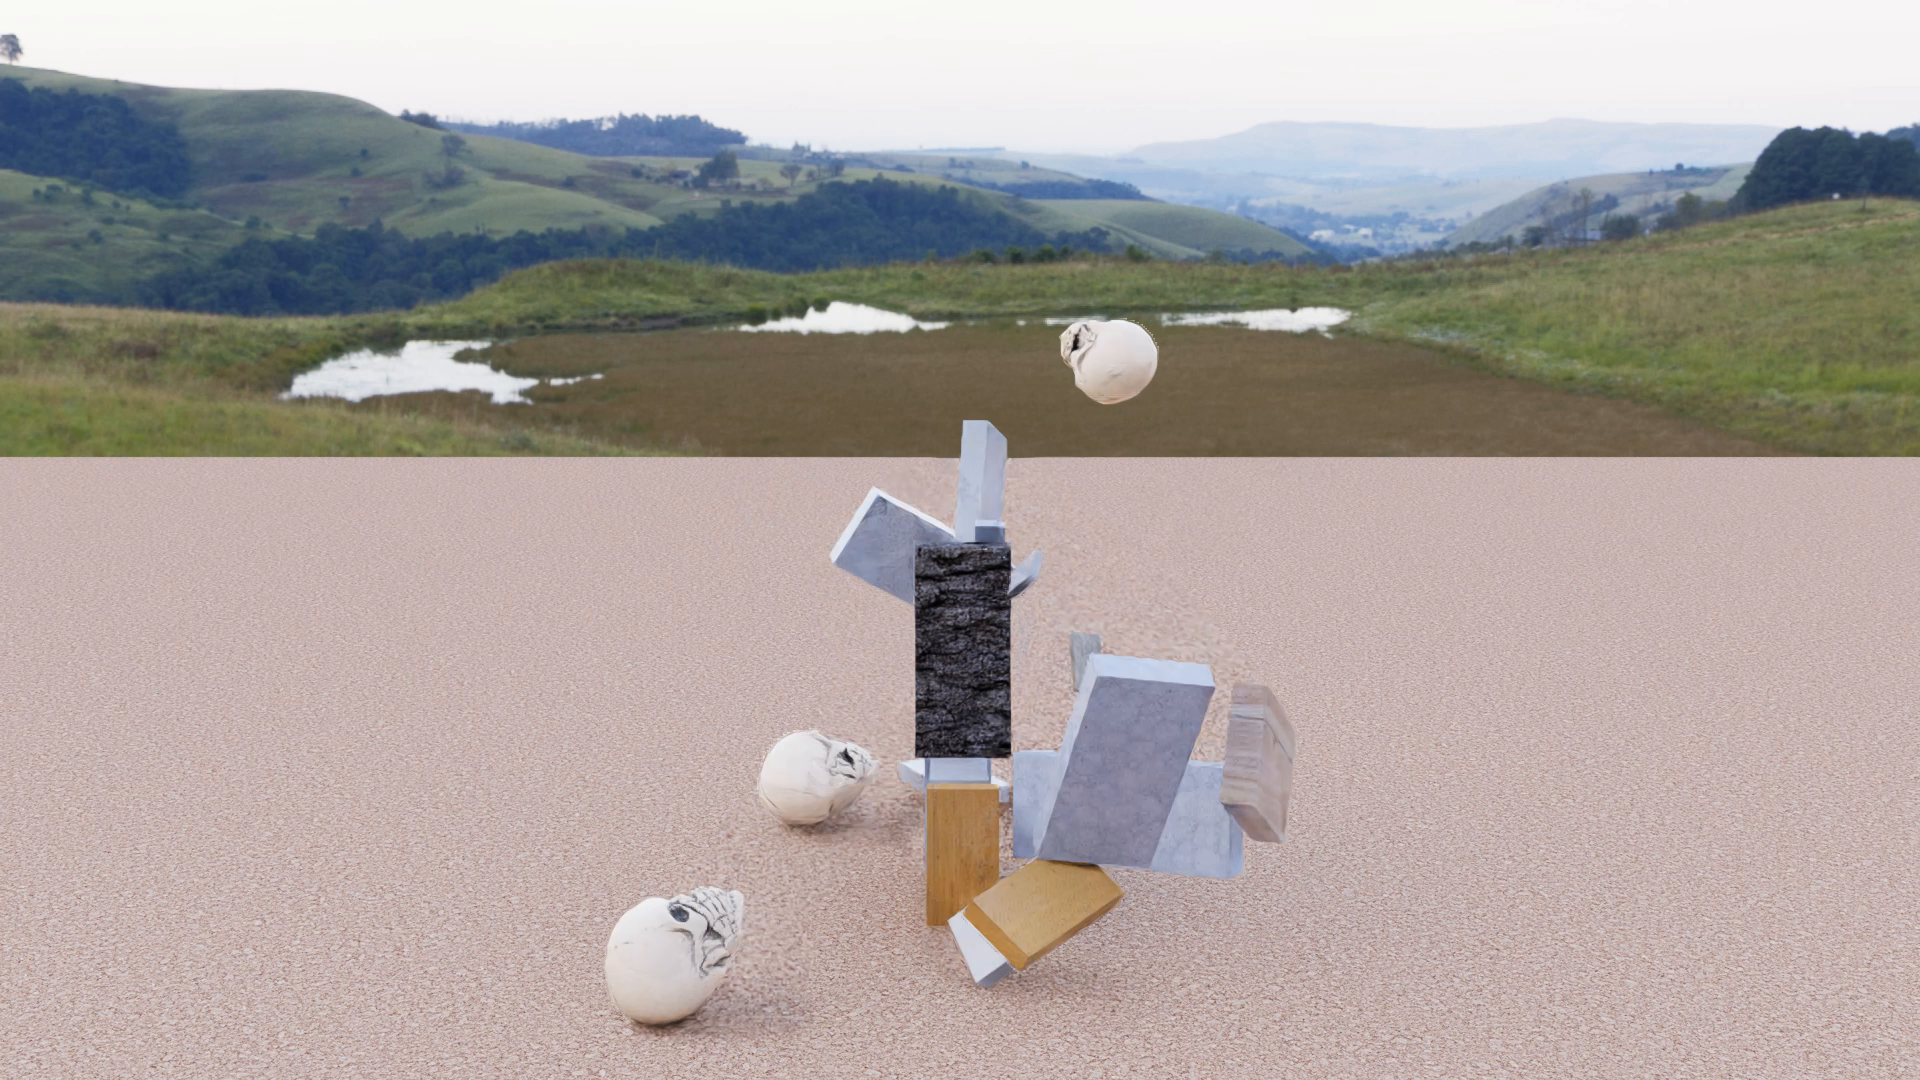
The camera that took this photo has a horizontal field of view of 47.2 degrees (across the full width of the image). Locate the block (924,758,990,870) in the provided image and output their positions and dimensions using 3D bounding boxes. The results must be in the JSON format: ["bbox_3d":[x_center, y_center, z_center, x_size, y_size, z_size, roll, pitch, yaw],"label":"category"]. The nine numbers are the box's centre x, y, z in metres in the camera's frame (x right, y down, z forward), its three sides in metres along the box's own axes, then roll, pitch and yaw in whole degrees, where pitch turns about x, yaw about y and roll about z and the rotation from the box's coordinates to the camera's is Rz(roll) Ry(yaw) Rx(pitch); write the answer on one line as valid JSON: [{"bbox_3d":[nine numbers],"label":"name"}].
[{"bbox_3d":[-0.004,0.454,3.786,0.113,0.225,0.032,0,11,0],"label":"block"}]

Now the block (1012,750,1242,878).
[{"bbox_3d":[0.262,0.431,3.489,0.383,0.171,0.048,1,2,32],"label":"block"}]

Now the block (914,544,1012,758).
[{"bbox_3d":[0.005,0.185,3.679,0.159,0.357,0.045,0,9,-1],"label":"block"}]

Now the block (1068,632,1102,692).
[{"bbox_3d":[0.202,0.197,3.513,0.049,0.097,0.014,6,-24,-22],"label":"block"}]

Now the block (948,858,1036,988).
[{"bbox_3d":[0.099,0.551,3.263,0.032,0.228,0.114,38,19,-50],"label":"block"}]

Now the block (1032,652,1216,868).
[{"bbox_3d":[0.227,0.315,3.100,0.171,0.341,0.048,6,34,-13],"label":"block"}]

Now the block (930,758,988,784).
[{"bbox_3d":[-0.002,0.386,3.641,0.095,0.027,0.191,0,9,0],"label":"block"}]

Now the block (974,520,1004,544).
[{"bbox_3d":[0.049,0.018,3.702,0.049,0.127,0.014,4,44,3],"label":"block"}]

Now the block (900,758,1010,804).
[{"bbox_3d":[-0.012,0.454,4.133,0.113,0.032,0.225,-7,13,-28],"label":"block"}]

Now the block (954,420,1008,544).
[{"bbox_3d":[0.034,-0.043,3.966,0.045,0.318,0.159,2,-10,15],"label":"block"}]

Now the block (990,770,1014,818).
[{"bbox_3d":[0.045,0.484,4.153,0.113,0.032,0.225,4,11,23],"label":"block"}]

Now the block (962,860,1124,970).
[{"bbox_3d":[0.120,0.515,3.117,0.114,0.032,0.228,42,39,21],"label":"block"}]

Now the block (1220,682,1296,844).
[{"bbox_3d":[0.439,0.331,3.216,0.048,0.171,0.341,5,-15,17],"label":"block"}]

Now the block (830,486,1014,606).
[{"bbox_3d":[-0.071,0.041,4.197,0.318,0.159,0.045,28,13,-22],"label":"block"}]

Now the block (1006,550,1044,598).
[{"bbox_3d":[0.104,0.055,3.519,0.014,0.049,0.097,23,-26,-11],"label":"block"}]

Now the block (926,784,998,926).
[{"bbox_3d":[0.004,0.503,3.514,0.114,0.228,0.032,0,11,0],"label":"block"}]
